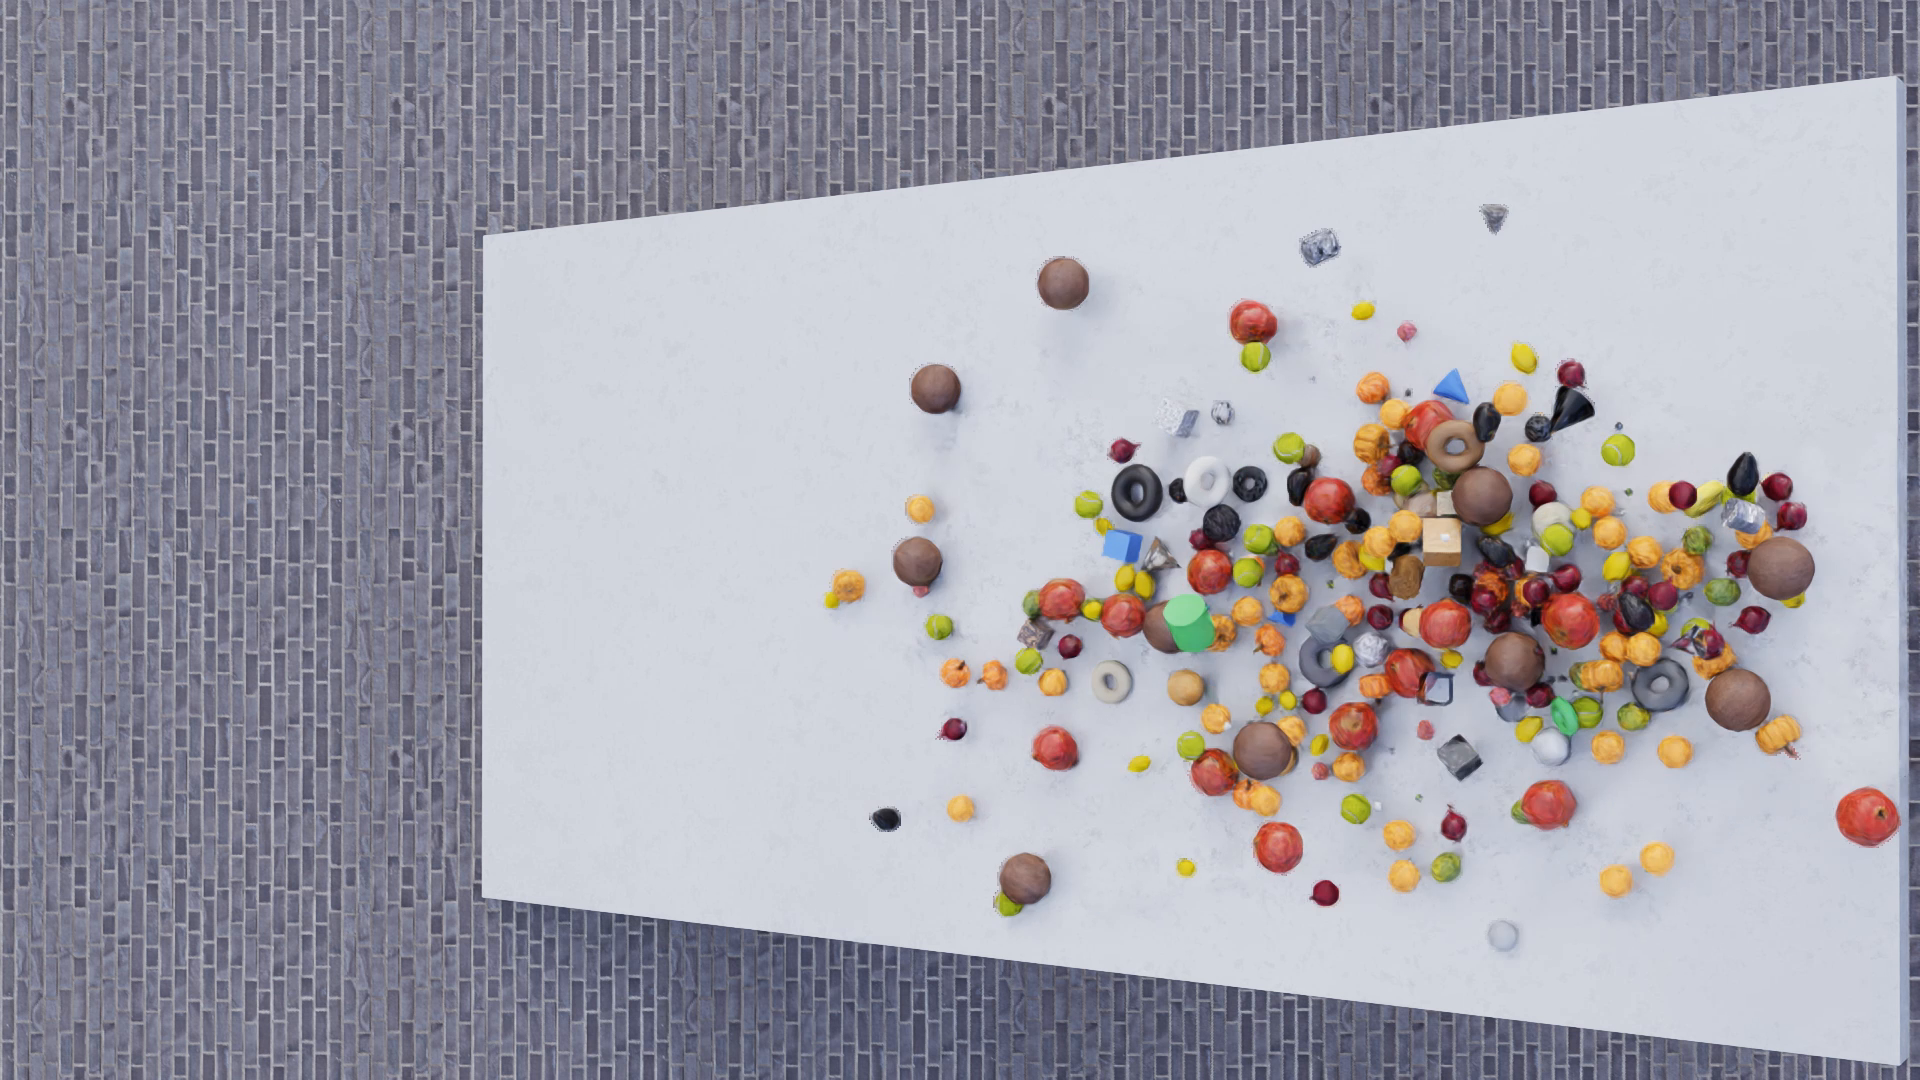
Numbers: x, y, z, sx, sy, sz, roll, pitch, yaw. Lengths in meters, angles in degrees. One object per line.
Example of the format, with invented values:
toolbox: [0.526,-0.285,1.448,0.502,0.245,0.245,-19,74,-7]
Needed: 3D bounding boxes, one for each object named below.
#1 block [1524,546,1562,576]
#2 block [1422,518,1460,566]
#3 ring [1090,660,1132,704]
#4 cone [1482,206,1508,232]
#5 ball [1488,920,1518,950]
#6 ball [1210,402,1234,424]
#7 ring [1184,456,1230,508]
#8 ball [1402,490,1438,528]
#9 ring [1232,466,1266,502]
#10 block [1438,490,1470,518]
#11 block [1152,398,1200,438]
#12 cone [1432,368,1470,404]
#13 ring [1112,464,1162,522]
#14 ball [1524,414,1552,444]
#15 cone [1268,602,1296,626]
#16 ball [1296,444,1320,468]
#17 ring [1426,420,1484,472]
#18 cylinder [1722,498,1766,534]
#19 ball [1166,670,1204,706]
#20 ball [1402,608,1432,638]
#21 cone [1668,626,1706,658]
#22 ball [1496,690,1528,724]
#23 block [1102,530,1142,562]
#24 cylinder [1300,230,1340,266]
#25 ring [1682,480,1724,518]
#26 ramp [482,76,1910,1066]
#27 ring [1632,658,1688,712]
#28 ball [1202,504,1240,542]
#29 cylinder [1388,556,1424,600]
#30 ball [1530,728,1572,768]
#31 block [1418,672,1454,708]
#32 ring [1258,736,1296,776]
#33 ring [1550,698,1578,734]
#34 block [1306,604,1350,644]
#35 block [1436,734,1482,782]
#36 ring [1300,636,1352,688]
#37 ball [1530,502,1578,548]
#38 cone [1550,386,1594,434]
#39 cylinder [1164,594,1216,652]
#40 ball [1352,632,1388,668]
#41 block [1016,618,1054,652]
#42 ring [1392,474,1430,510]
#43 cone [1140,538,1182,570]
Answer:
block: [1.262,0.047,4.761,0.052,0.052,0.052,8,83,40]
block: [1.065,0.006,4.864,0.080,0.080,0.080,0,67,12]
ring: [0.373,0.351,5.424,0.112,0.037,0.112,1,92,34]
cone: [1.190,-0.708,4.897,0.057,0.057,0.057,-5,115,0]
ball: [1.199,0.874,4.858,0.065,0.065,0.065,0,90,0]
ball: [0.626,-0.304,5.252,0.054,0.054,0.054,0,90,0]
ring: [0.584,-0.137,5.195,0.128,0.043,0.128,-7,105,-29]
ball: [1.029,-0.069,4.907,0.083,0.083,0.083,0,90,0]
ring: [0.688,-0.134,5.225,0.087,0.029,0.087,-1,88,33]
block: [1.096,-0.079,4.881,0.052,0.052,0.052,-7,78,40]
block: [0.521,-0.296,5.311,0.070,0.070,0.070,31,106,30]
cone: [1.114,-0.329,4.922,0.078,0.078,0.078,-44,73,0]
ring: [0.433,-0.115,5.382,0.141,0.047,0.141,1,92,37]
ball: [1.269,-0.243,4.823,0.062,0.062,0.062,0,90,0]
cone: [0.747,0.180,5.168,0.060,0.060,0.060,-17,89,38]
ball: [0.812,-0.195,5.126,0.058,0.058,0.058,0,90,0]
ring: [1.089,-0.206,4.831,0.127,0.042,0.127,4,119,7]
cylinder: [1.602,-0.049,4.498,0.061,0.061,0.061,17,90,-10]
ball: [0.542,0.355,5.281,0.090,0.090,0.090,0,90,0]
ball: [1.013,0.183,4.873,0.066,0.066,0.066,0,90,0]
cone: [1.471,0.212,4.469,0.066,0.066,0.066,-16,89,39]
ball: [1.217,0.368,4.846,0.072,0.072,0.072,0,90,0]
block: [0.399,0.013,5.392,0.066,0.066,0.066,16,98,32]
cylinder: [0.784,-0.637,4.787,0.061,0.061,0.061,-25,90,-9]
ring: [1.558,-0.085,4.606,0.098,0.098,0.033,-34,62,0]
ramp: [0.254,0.070,5.587,4.000,0.100,2.000,0,89,33]
ring: [1.487,0.308,4.673,0.120,0.040,0.120,-15,60,28]
ball: [0.622,-0.040,5.231,0.090,0.090,0.090,0,90,0]
cylinder: [0.993,0.083,4.894,0.070,0.070,0.070,24,50,0]
ball: [1.288,0.451,4.788,0.087,0.087,0.087,0,90,0]
block: [1.043,0.328,4.822,0.061,0.061,0.061,7,73,-5]
ring: [0.748,0.510,5.178,0.095,0.032,0.095,-1,88,34]
ring: [1.306,0.381,4.752,0.029,0.087,0.087,-22,90,-7]
block: [0.840,0.193,5.023,0.060,0.060,0.060,47,63,-12]
block: [1.110,0.484,4.890,0.066,0.066,0.066,-37,57,1]
ring: [0.849,0.277,5.106,0.133,0.044,0.133,-1,89,32]
ball: [1.292,-0.034,4.782,0.100,0.100,0.100,0,90,0]
cone: [1.293,-0.261,4.720,0.097,0.097,0.097,40,74,0]
cylinder: [0.530,0.192,5.064,0.098,0.098,0.098,-28,132,0]
ball: [0.938,0.250,5.024,0.083,0.083,0.083,0,90,0]
block: [0.190,0.238,5.531,0.058,0.058,0.058,36,110,28]
ring: [1.027,-0.104,5.001,0.089,0.030,0.089,-1,88,32]
cone: [0.498,0.050,5.341,0.091,0.091,0.091,25,90,4]
